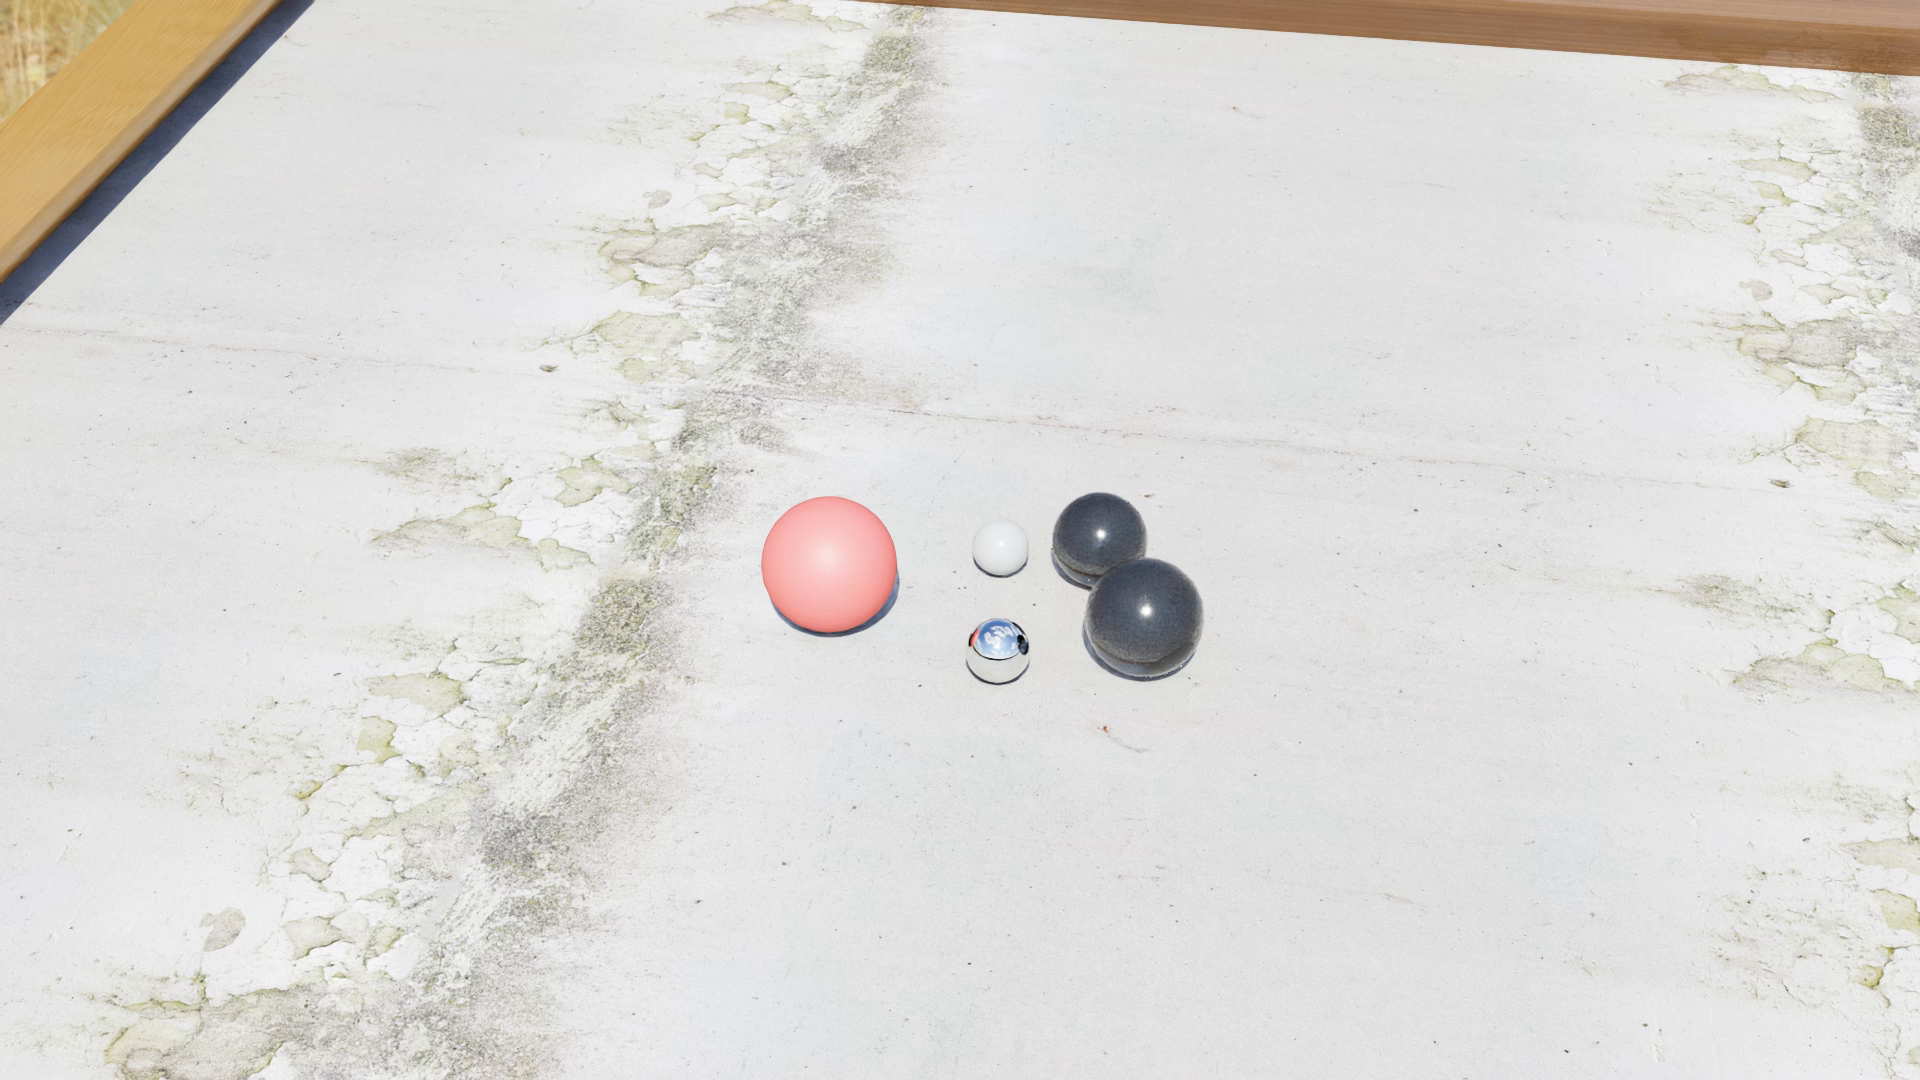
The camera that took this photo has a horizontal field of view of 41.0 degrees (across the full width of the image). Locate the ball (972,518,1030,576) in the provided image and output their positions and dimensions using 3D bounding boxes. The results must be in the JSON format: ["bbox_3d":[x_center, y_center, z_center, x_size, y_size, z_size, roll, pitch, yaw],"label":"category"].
[{"bbox_3d":[0.030,0.005,1.894,0.042,0.042,0.042,0,35,0],"label":"ball"}]

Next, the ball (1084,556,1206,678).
[{"bbox_3d":[0.129,0.054,1.787,0.084,0.084,0.084,0,35,0],"label":"ball"}]

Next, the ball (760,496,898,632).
[{"bbox_3d":[-0.093,0.017,1.828,0.097,0.097,0.097,0,35,0],"label":"ball"}]

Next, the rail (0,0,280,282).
[{"bbox_3d":[-0.876,-0.113,1.989,0.045,0.126,2.084,6,35,8],"label":"rail"}]

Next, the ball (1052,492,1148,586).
[{"bbox_3d":[0.102,0.000,1.877,0.070,0.070,0.070,0,35,0],"label":"ball"}]

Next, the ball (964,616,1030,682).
[{"bbox_3d":[0.026,0.076,1.788,0.046,0.046,0.046,0,35,0],"label":"ball"}]

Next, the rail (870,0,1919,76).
[{"bbox_3d":[1.077,-0.505,2.555,3.655,0.126,0.045,6,35,8],"label":"rail"}]
